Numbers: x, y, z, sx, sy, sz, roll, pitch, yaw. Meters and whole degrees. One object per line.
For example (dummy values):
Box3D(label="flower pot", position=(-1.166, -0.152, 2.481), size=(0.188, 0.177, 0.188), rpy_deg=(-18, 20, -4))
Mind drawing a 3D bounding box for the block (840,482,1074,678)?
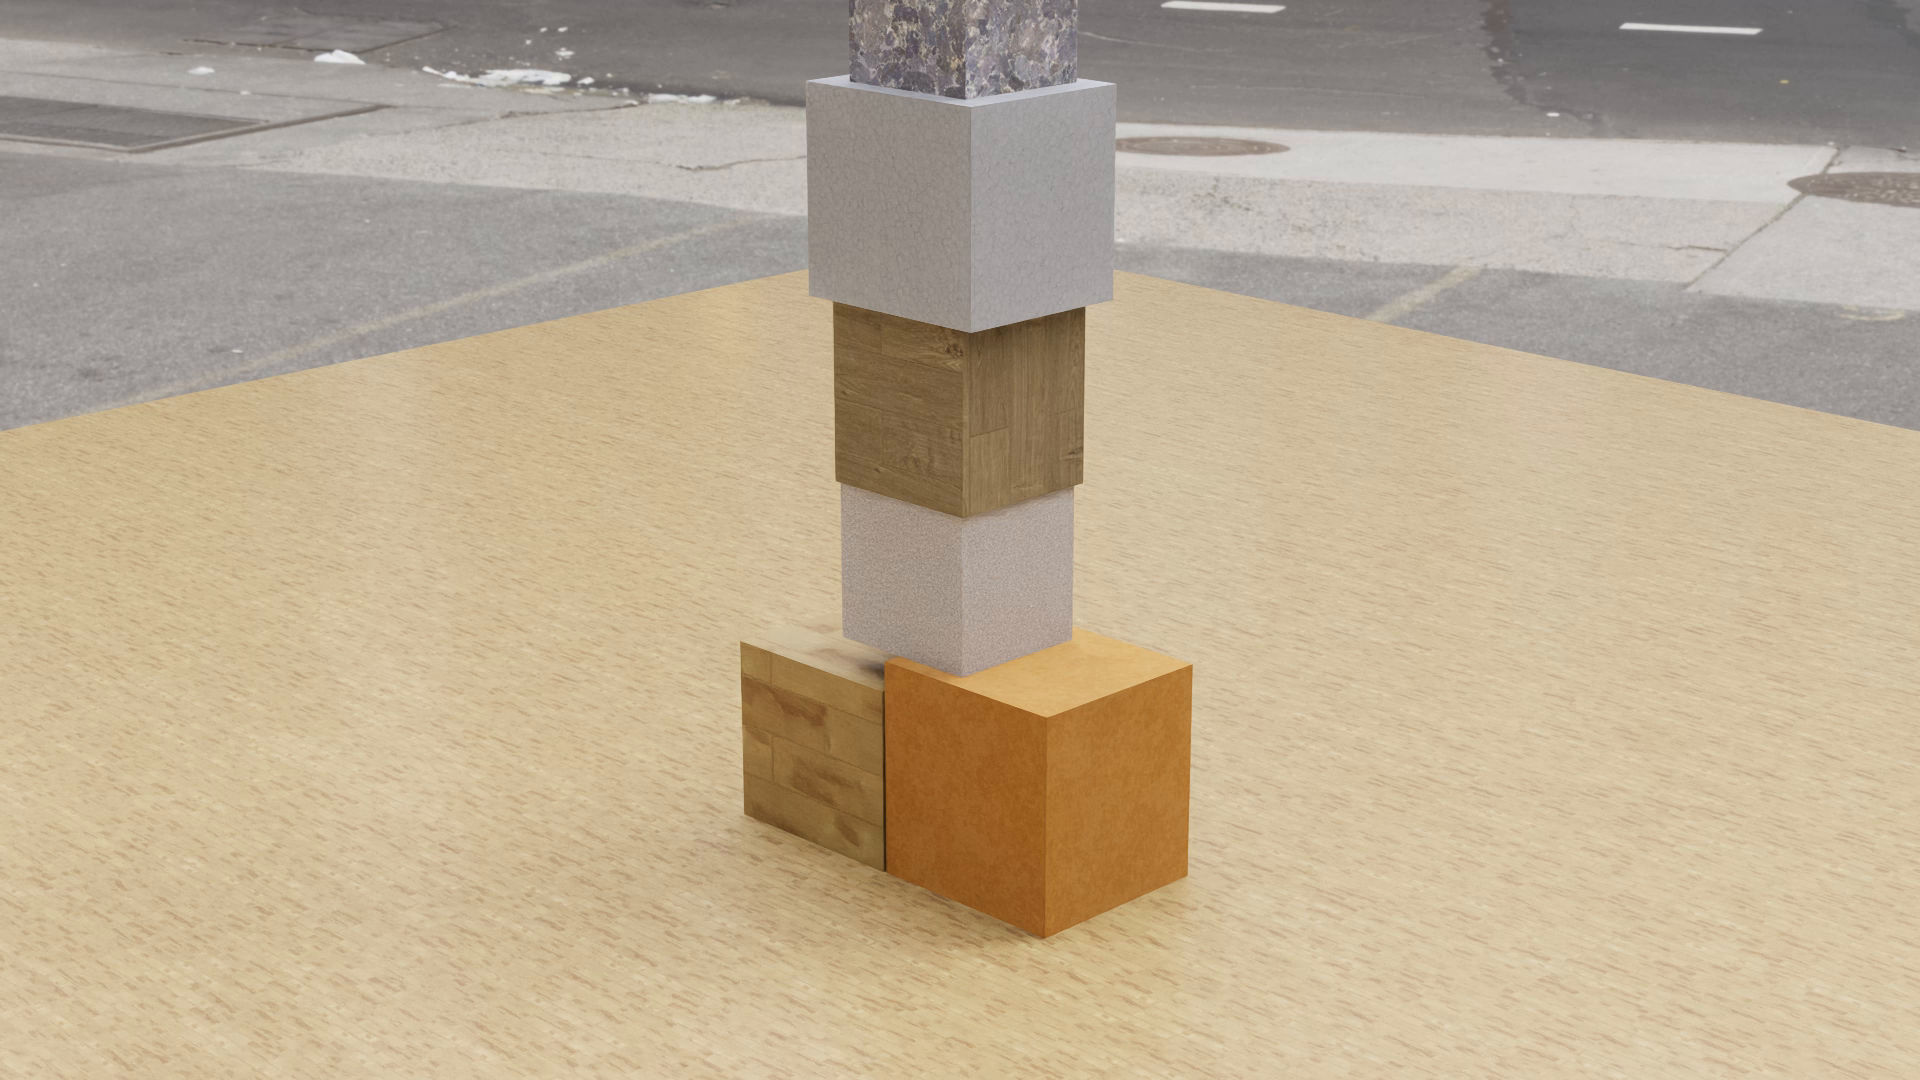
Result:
Box3D(label="block", position=(-0.012, 0.096, 13.359), size=(0.717, 0.744, 0.776), rpy_deg=(-17, 24, -42))

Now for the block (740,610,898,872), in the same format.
Box3D(label="block", position=(-0.372, 0.906, 13.987), size=(0.916, 0.885, 0.974), rpy_deg=(-17, 24, -42))

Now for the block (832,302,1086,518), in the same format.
Box3D(label="block", position=(-0.004, -0.667, 13.128), size=(0.770, 0.851, 0.815), rpy_deg=(-17, 24, -42))

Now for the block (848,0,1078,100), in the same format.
Box3D(label="block", position=(0.013, -2.286, 12.637), size=(0.683, 0.623, 0.710), rpy_deg=(-17, 24, -42))

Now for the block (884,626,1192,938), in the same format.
Box3D(label="block", position=(0.353, 1.042, 13.309), size=(0.951, 1.031, 1.003), rpy_deg=(-17, 24, -42))

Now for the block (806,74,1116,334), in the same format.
Box3D(label="block", position=(0.003, -1.530, 12.864), size=(0.893, 0.955, 1.015), rpy_deg=(-17, 24, -42))
